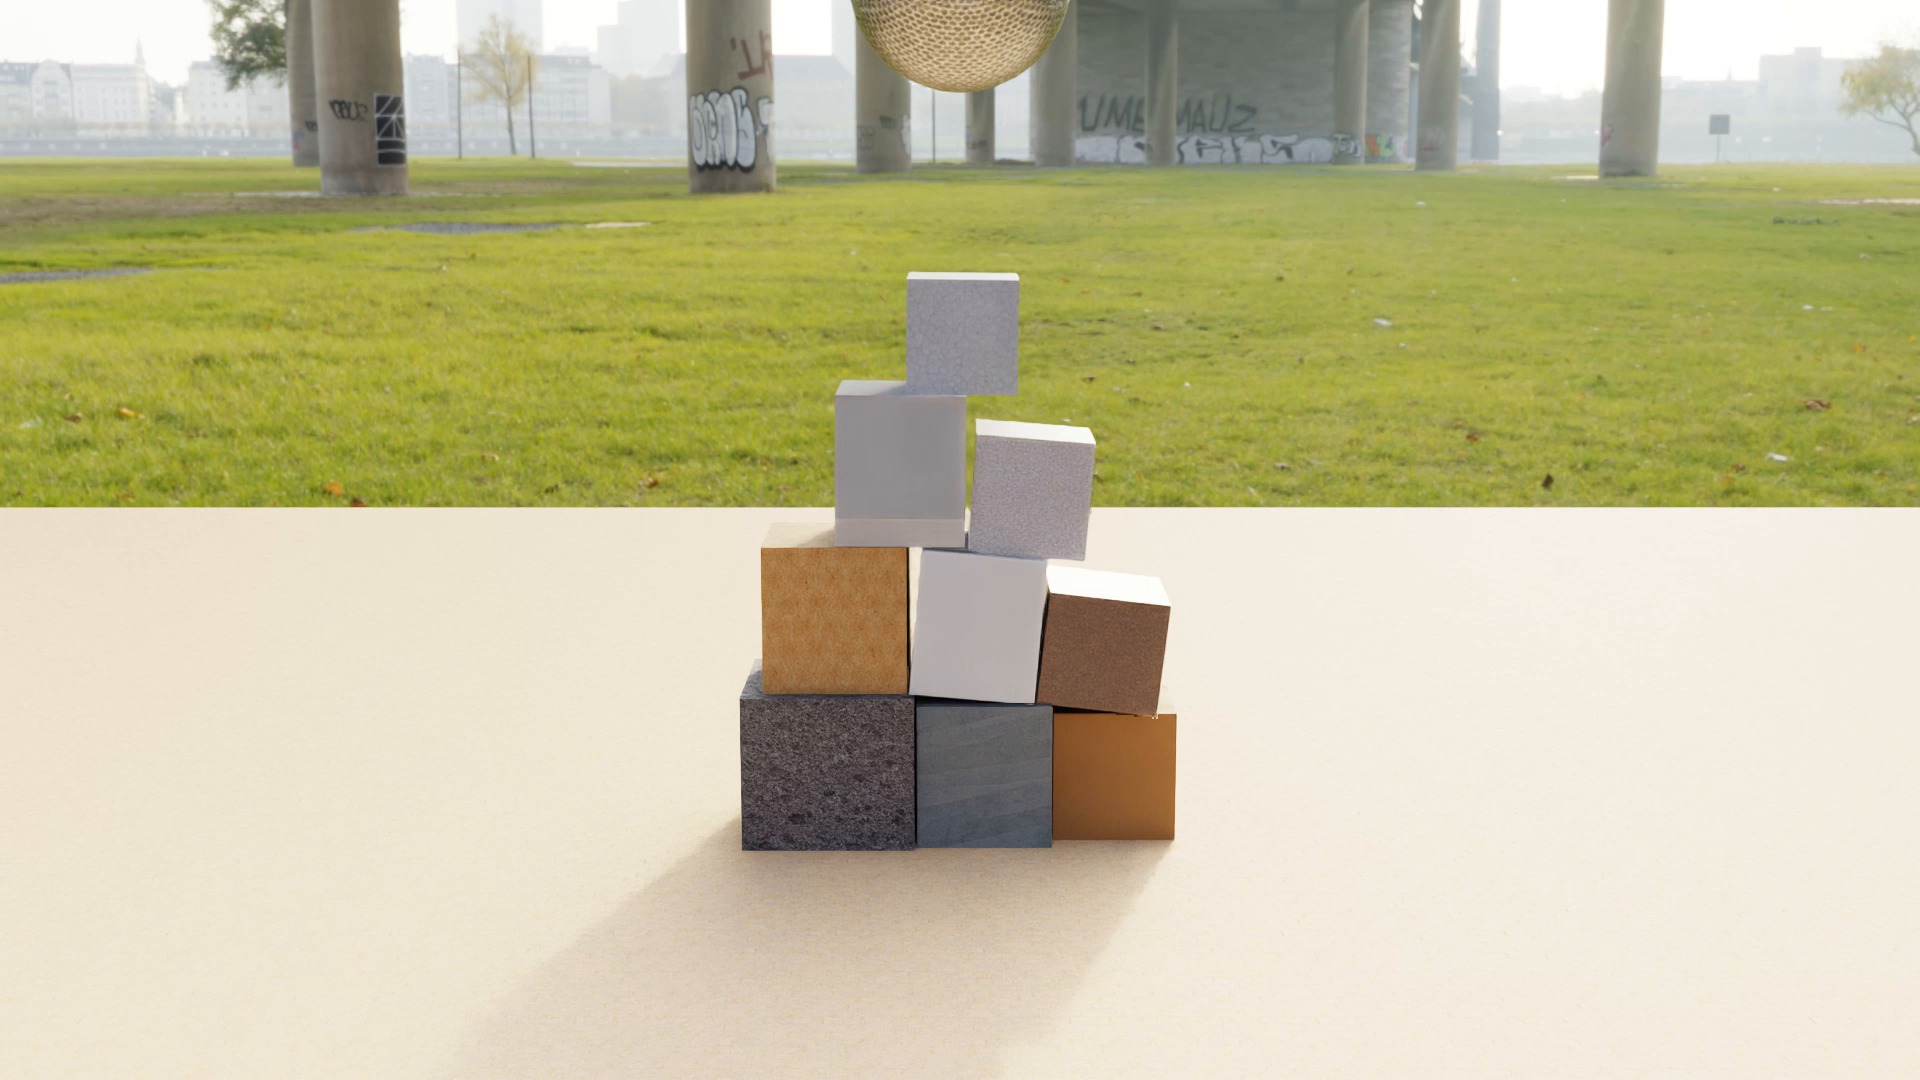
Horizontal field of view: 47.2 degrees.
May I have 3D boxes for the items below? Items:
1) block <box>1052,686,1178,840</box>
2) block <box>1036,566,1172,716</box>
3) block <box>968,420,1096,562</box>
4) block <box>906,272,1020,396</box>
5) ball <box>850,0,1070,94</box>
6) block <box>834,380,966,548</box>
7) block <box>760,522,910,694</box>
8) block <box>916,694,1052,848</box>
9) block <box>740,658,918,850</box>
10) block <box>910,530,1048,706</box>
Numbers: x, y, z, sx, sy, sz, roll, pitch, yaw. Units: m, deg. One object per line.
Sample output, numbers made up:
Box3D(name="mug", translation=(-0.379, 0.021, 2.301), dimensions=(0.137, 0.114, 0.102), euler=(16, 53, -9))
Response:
Box3D(name="block", translation=(0.781, 1.147, 11.403), dimensions=(0.621, 0.663, 0.582), euler=(0, 10, 0))
Box3D(name="block", translation=(0.714, 0.506, 11.268), dimensions=(0.603, 0.569, 0.707), euler=(6, 10, -1))
Box3D(name="block", translation=(0.353, -0.260, 11.137), dimensions=(0.584, 0.590, 0.599), euler=(4, 10, -1))
Box3D(name="block", translation=(0.012, -1.035, 10.983), dimensions=(0.546, 0.564, 0.540), euler=(1, 10, 0))
Box3D(name="ball", translation=(0.000, -4.004, 15.692), dimensions=(1.600, 1.600, 1.600), euler=(0, 10, 0))
Box3D(name="block", translation=(-0.293, -0.396, 11.123), dimensions=(0.643, 0.749, 0.686), euler=(1, 10, 0))
Box3D(name="block", translation=(-0.624, 0.338, 11.259), dimensions=(0.720, 0.744, 0.725), euler=(0, 10, 0))
Box3D(name="block", translation=(0.122, 1.119, 11.376), dimensions=(0.677, 0.729, 0.788), euler=(0, 10, 0))
Box3D(name="block", translation=(-0.659, 1.094, 11.364), dimensions=(0.865, 0.781, 0.860), euler=(0, 10, 0))
Box3D(name="block", translation=(0.089, 0.376, 11.235), dimensions=(0.625, 0.731, 0.696), euler=(5, 10, -1))
